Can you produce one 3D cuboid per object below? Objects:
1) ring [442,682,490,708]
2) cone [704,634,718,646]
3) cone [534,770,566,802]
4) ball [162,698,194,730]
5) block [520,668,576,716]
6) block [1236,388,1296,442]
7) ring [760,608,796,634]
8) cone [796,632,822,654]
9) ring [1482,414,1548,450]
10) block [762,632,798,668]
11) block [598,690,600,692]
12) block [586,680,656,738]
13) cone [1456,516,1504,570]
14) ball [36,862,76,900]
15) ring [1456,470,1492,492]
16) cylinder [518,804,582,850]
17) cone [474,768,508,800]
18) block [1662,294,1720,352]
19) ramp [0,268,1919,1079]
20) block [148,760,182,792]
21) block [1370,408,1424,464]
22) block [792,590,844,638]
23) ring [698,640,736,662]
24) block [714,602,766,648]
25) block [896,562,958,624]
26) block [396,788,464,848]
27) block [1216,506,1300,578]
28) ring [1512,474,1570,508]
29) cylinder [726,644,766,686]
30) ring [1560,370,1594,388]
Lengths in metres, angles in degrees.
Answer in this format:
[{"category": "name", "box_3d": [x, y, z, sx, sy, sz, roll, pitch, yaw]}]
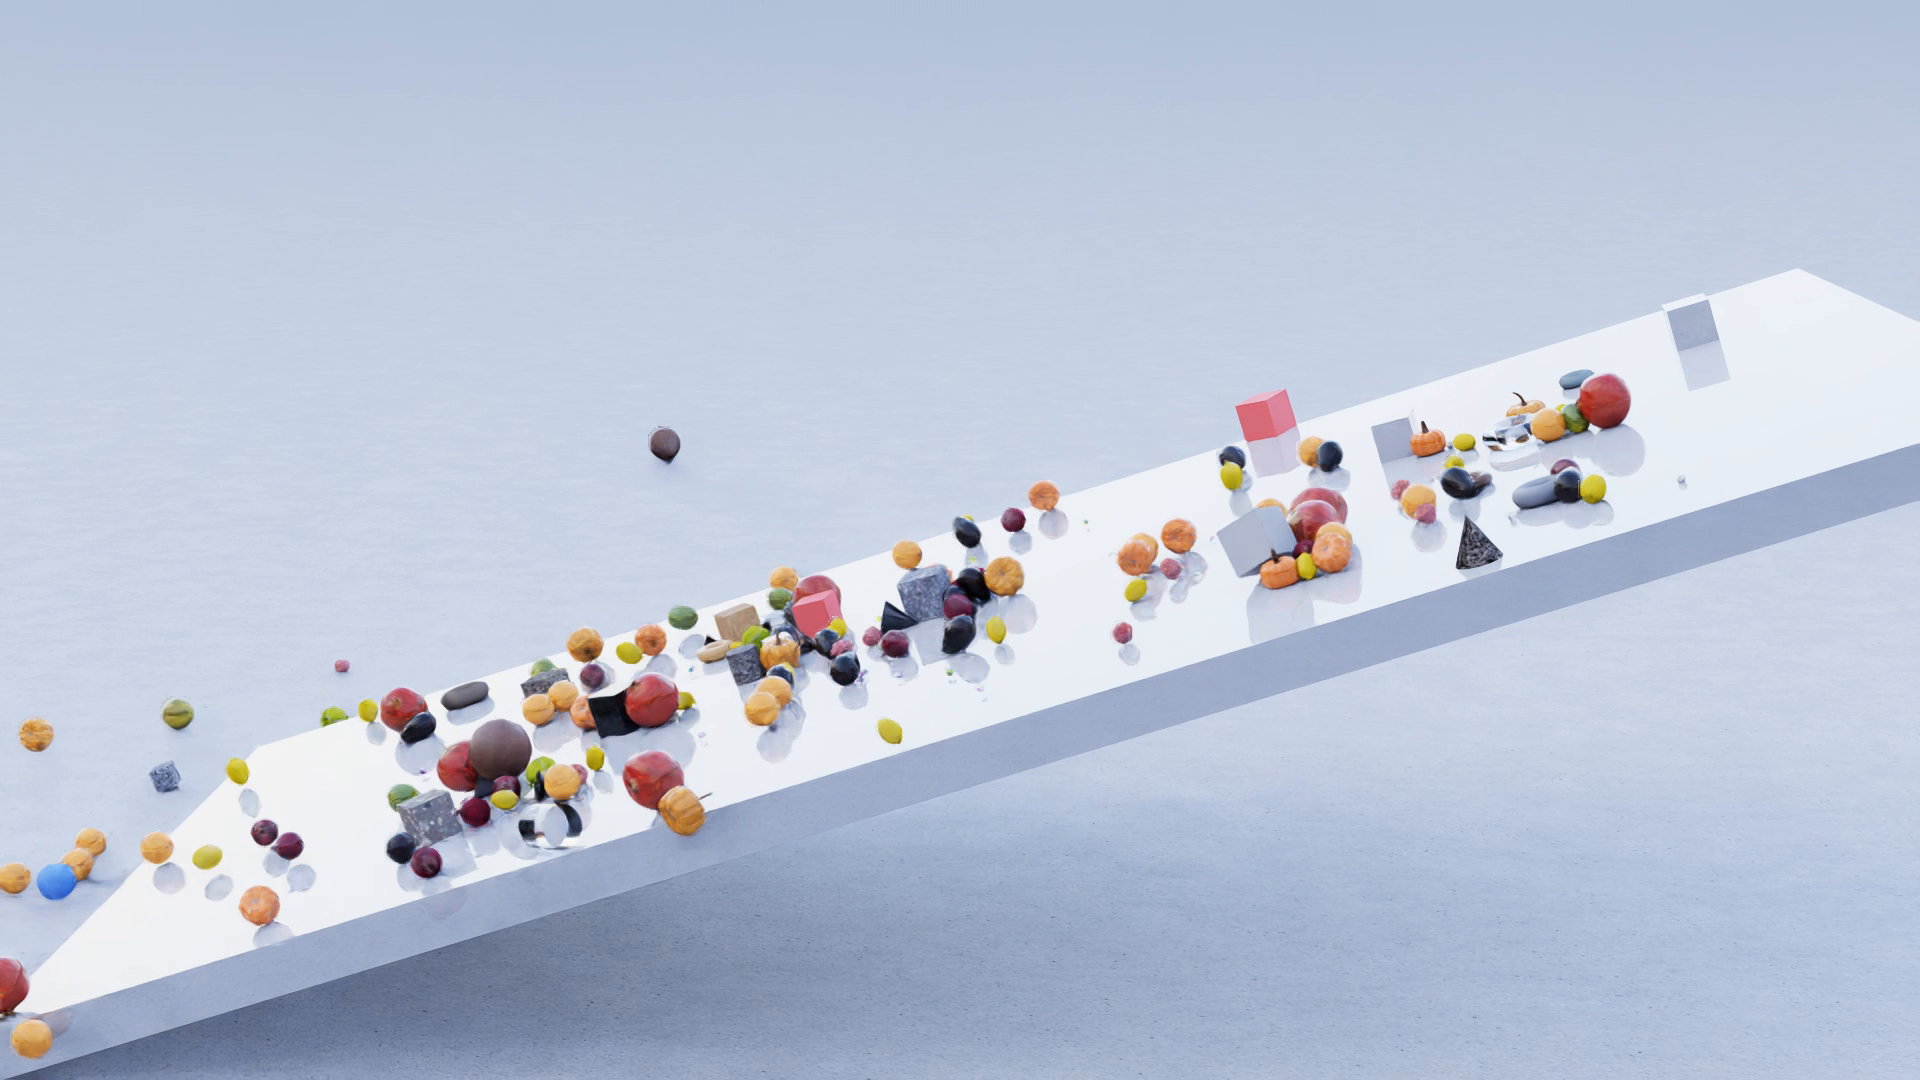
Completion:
[{"category": "ring", "box_3d": [-1.201, 0.377, 7.141, 0.121, 0.040, 0.121, -17, 9, 3]}, {"category": "cone", "box_3d": [-0.562, 0.244, 6.781, 0.050, 0.050, 0.050, 9, 12, 2]}, {"category": "cone", "box_3d": [-0.817, 0.496, 5.901, 0.062, 0.062, 0.062, 7, 9, -18]}, {"category": "ball", "box_3d": [-2.125, 0.471, 7.995, 0.086, 0.086, 0.086, 0, 12, 0]}, {"category": "block", "box_3d": [-0.944, 0.347, 6.744, 0.079, 0.079, 0.079, -12, 12, 29]}, {"category": "block", "box_3d": [0.748, -0.305, 7.190, 0.094, 0.094, 0.094, -9, 14, 41]}, {"category": "ring", "box_3d": [-0.423, 0.187, 6.810, 0.105, 0.035, 0.105, -17, 9, 3]}, {"category": "cone", "box_3d": [-0.330, 0.230, 6.454, 0.053, 0.053, 0.053, 9, 12, 2]}, {"category": "ring", "box_3d": [1.171, -0.227, 6.200, 0.143, 0.048, 0.143, -17, 12, 4]}, {"category": "block", "box_3d": [-0.393, 0.239, 6.424, 0.057, 0.057, 0.057, -21, 11, -13]}, {"category": "block", "box_3d": [-0.756, 0.351, 6.475, 0.054, 0.054, 0.054, -21, 11, -15]}, {"category": "block", "box_3d": [-0.721, 0.359, 6.272, 0.090, 0.090, 0.090, -9, 14, 42]}, {"category": "cone", "box_3d": [0.930, -0.004, 5.338, 0.090, 0.090, 0.090, -18, 10, 3]}, {"category": "ball", "box_3d": [-2.008, 0.758, 6.539, 0.083, 0.083, 0.083, 0, 12, 0]}, {"category": "ring", "box_3d": [1.037, -0.119, 5.931, 0.075, 0.025, 0.075, -17, 12, 4]}, {"category": "cylinder", "box_3d": [-0.761, 0.532, 5.462, 0.085, 0.085, 0.085, -10, 3, -40]}, {"category": "cone", "box_3d": [-0.962, 0.508, 6.077, 0.067, 0.067, 0.067, 9, 12, -1]}, {"category": "block", "box_3d": [1.643, -0.490, 6.618, 0.095, 0.095, 0.095, -16, 11, 10]}, {"category": "ramp", "box_3d": [0.101, 0.183, 6.310, 4.000, 0.100, 2.000, -17, 10, 5]}, {"category": "block", "box_3d": [-2.007, 0.596, 7.425, 0.054, 0.054, 0.054, -21, 12, 1]}, {"category": "block", "box_3d": [0.960, -0.229, 6.460, 0.086, 0.086, 0.086, -15, 11, 18]}, {"category": "block", "box_3d": [-0.319, 0.168, 6.603, 0.080, 0.080, 0.080, -15, 11, 19]}, {"category": "ring", "box_3d": [-0.553, 0.253, 6.701, 0.094, 0.031, 0.094, -17, 11, 3]}, {"category": "block", "box_3d": [-0.509, 0.198, 6.775, 0.079, 0.079, 0.079, -22, 11, -20]}, {"category": "block", "box_3d": [-0.071, 0.118, 6.401, 0.094, 0.094, 0.094, -15, 11, 15]}, {"category": "block", "box_3d": [-1.055, 0.553, 5.855, 0.084, 0.084, 0.084, -24, 12, -29]}, {"category": "block", "box_3d": [0.582, 0.003, 5.731, 0.100, 0.100, 0.100, -34, -15, 32]}, {"category": "ring", "box_3d": [1.113, -0.094, 5.632, 0.114, 0.038, 0.114, -19, 8, 3]}, {"category": "cylinder", "box_3d": [-0.463, 0.268, 6.357, 0.070, 0.070, 0.070, -18, 10, 3]}, {"category": "ring", "box_3d": [1.381, -0.361, 6.588, 0.080, 0.027, 0.080, -17, 12, 4]}]
